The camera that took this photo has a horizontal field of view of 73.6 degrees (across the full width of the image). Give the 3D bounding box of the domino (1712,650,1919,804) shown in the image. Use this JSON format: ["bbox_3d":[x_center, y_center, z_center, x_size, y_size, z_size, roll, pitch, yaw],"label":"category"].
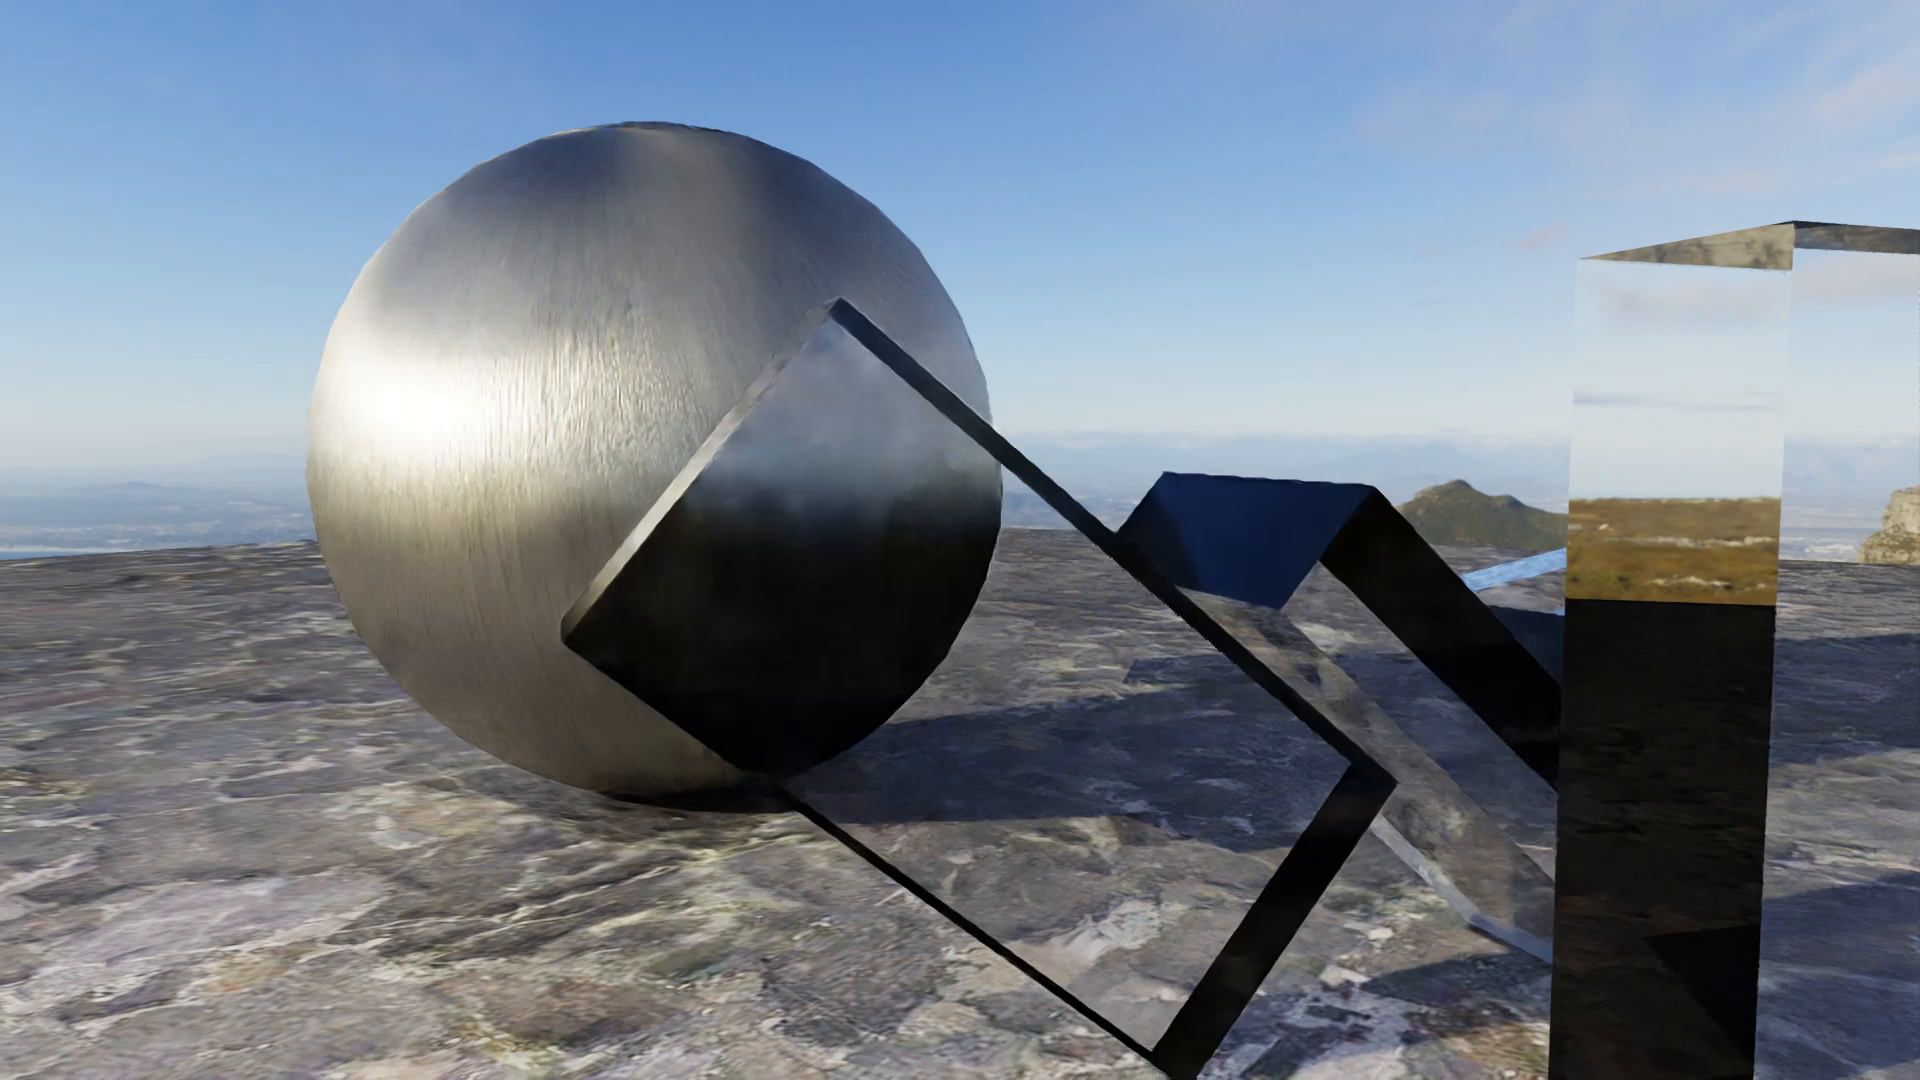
[{"bbox_3d":[0.100,0.022,0.124,0.050,0.010,0.025,15,-3,-28],"label":"domino"}]

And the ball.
[{"bbox_3d":[-0.035,-0.009,0.157,0.080,0.080,0.080,0,4,0],"label":"ball"}]

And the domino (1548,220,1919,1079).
[{"bbox_3d":[0.038,0.014,0.053,0.025,0.050,0.010,-1,5,-18],"label":"domino"}]

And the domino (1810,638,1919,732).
[{"bbox_3d":[0.154,0.018,0.183,0.050,0.010,0.025,-17,-8,41],"label":"domino"}]

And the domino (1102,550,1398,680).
[{"bbox_3d":[0.053,0.014,0.238,0.050,0.009,0.025,-15,1,13],"label":"domino"}]

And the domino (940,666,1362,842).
[{"bbox_3d":[0.022,0.026,0.164,0.025,0.010,0.050,-3,5,-37],"label":"domino"}]

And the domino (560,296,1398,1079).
[{"bbox_3d":[0.003,0.011,0.084,0.050,0.025,0.009,40,-8,-16],"label":"domino"}]

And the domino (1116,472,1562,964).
[{"bbox_3d":[0.035,0.015,0.095,0.050,0.010,0.025,42,-10,-18],"label":"domino"}]

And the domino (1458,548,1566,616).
[{"bbox_3d":[0.091,0.013,0.235,0.050,0.010,0.025,-17,0,15],"label":"domino"}]

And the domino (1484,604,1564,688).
[{"bbox_3d":[0.066,0.020,0.104,0.050,0.010,0.025,25,-7,-26],"label":"domino"}]

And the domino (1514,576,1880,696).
[{"bbox_3d":[0.122,0.016,0.216,0.050,0.009,0.025,-12,-2,28],"label":"domino"}]
